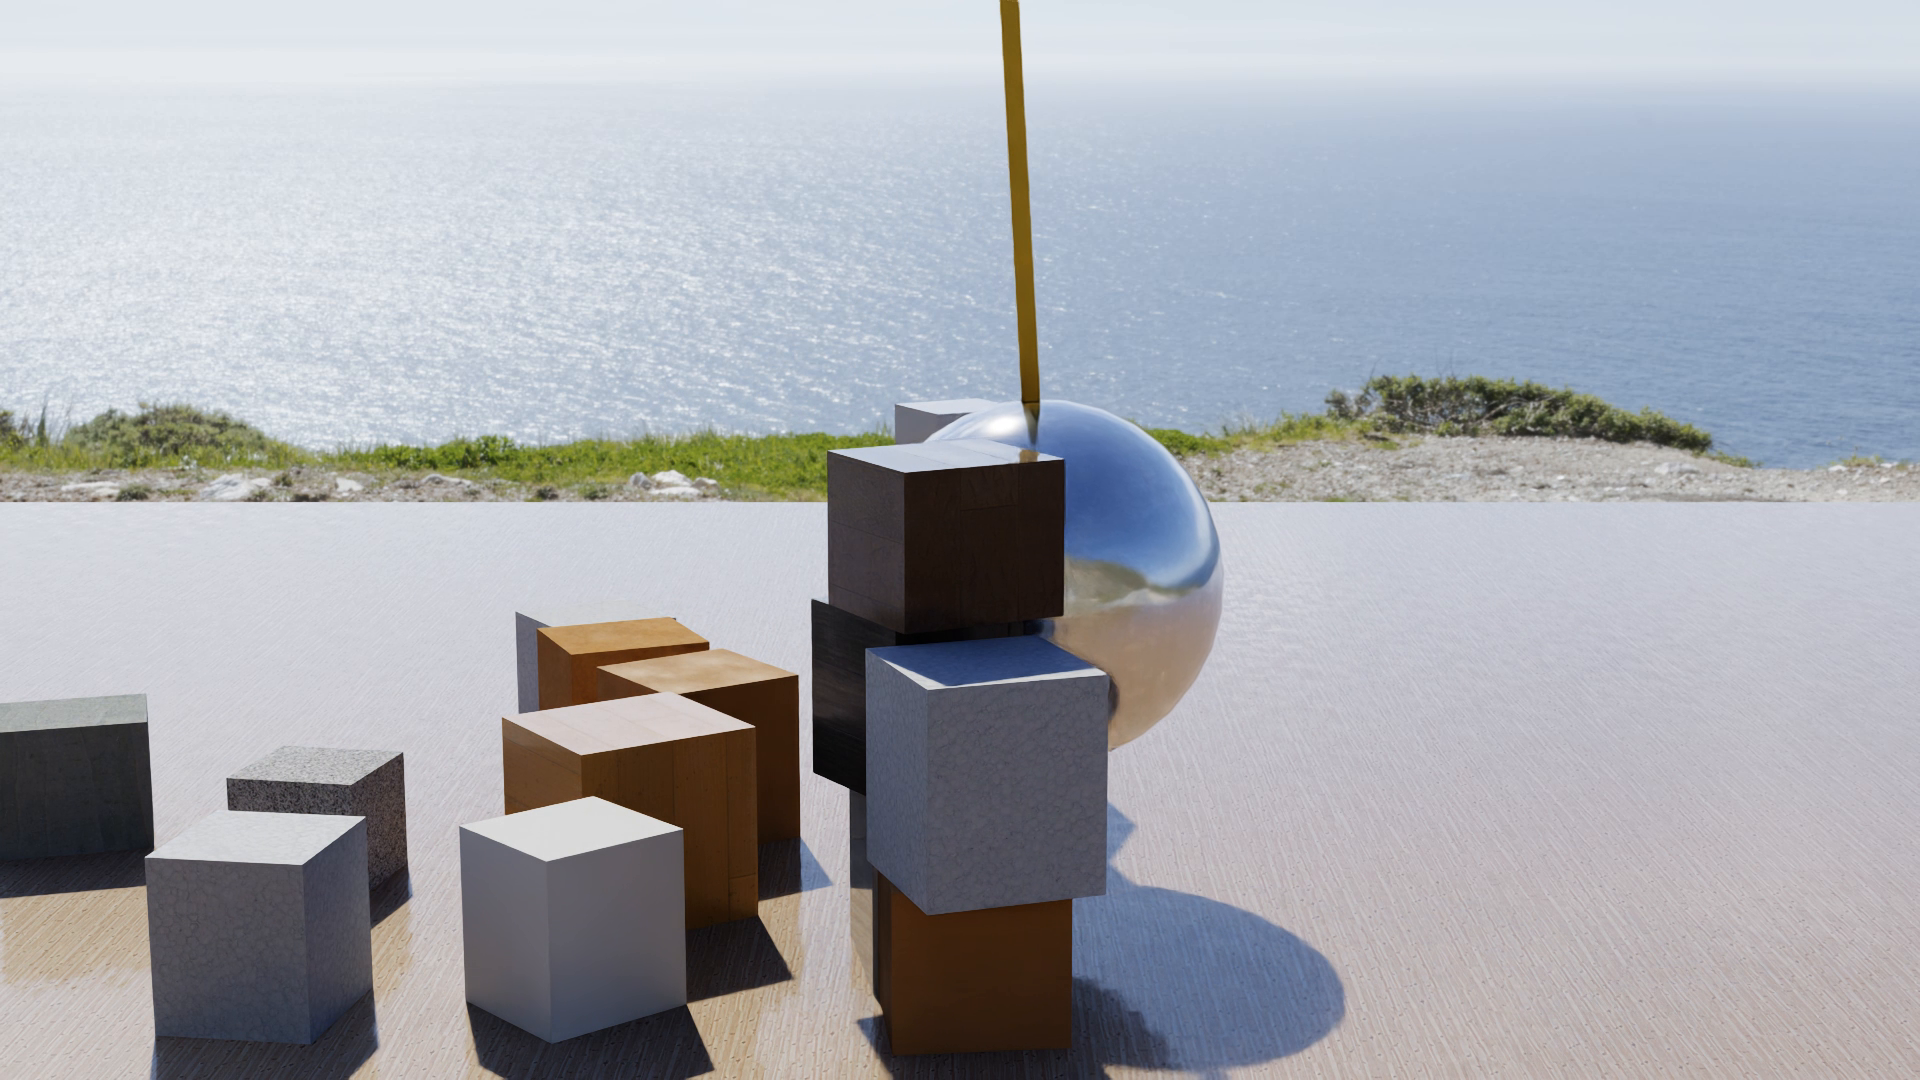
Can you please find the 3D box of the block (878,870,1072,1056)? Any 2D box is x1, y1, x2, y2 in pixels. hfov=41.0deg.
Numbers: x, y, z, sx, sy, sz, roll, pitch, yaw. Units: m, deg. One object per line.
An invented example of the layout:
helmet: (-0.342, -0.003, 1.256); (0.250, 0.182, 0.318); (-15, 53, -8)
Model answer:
block: (0.045, 1.504, 9.583); (0.655, 0.612, 0.631); (-1, 10, -6)

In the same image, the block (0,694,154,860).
block: (-4.113, 1.090, 11.908); (0.678, 0.595, 0.578); (-3, 11, -17)

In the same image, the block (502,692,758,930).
block: (-1.396, 1.167, 10.851); (0.803, 0.821, 0.756); (-7, 12, -34)

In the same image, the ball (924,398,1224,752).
ball: (0.353, 0.182, 11.214); (1.600, 1.600, 1.600); (0, 10, 0)

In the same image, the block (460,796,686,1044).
block: (-1.471, 1.429, 9.763); (0.608, 0.696, 0.602); (-9, 14, -41)

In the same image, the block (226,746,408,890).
block: (-2.824, 1.240, 11.305); (0.574, 0.516, 0.556); (2, 10, 11)

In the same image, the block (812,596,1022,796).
block: (-0.172, 0.596, 10.048); (0.579, 0.708, 0.627); (-7, 12, -33)

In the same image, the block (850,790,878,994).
block: (-0.052, 1.306, 10.250); (0.696, 0.762, 0.729); (-2, 10, -9)

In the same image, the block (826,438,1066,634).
block: (-0.058, -0.028, 9.818); (0.686, 0.603, 0.635); (-6, 12, -29)

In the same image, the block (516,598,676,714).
block: (-1.947, 0.721, 13.753); (0.650, 0.661, 0.616); (-7, 12, -33)

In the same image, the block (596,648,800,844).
block: (-1.220, 0.988, 11.970); (0.683, 0.774, 0.685); (-7, 13, -35)

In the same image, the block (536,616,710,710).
block: (-1.715, 0.825, 13.083); (0.712, 0.696, 0.659); (-5, 11, -23)

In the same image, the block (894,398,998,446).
block: (-0.009, -0.458, 12.741); (0.474, 0.416, 0.456); (-6, 12, -28)

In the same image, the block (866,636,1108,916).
block: (0.088, 0.833, 9.302); (0.677, 0.808, 0.686); (-4, 11, -20)

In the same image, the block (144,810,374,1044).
block: (-2.632, 1.449, 9.683); (0.605, 0.685, 0.617); (2, 10, 8)

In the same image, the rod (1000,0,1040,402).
rod: (0.153, -3.157, 10.606); (0.080, 5.200, 0.080); (-3, 10, 1)
